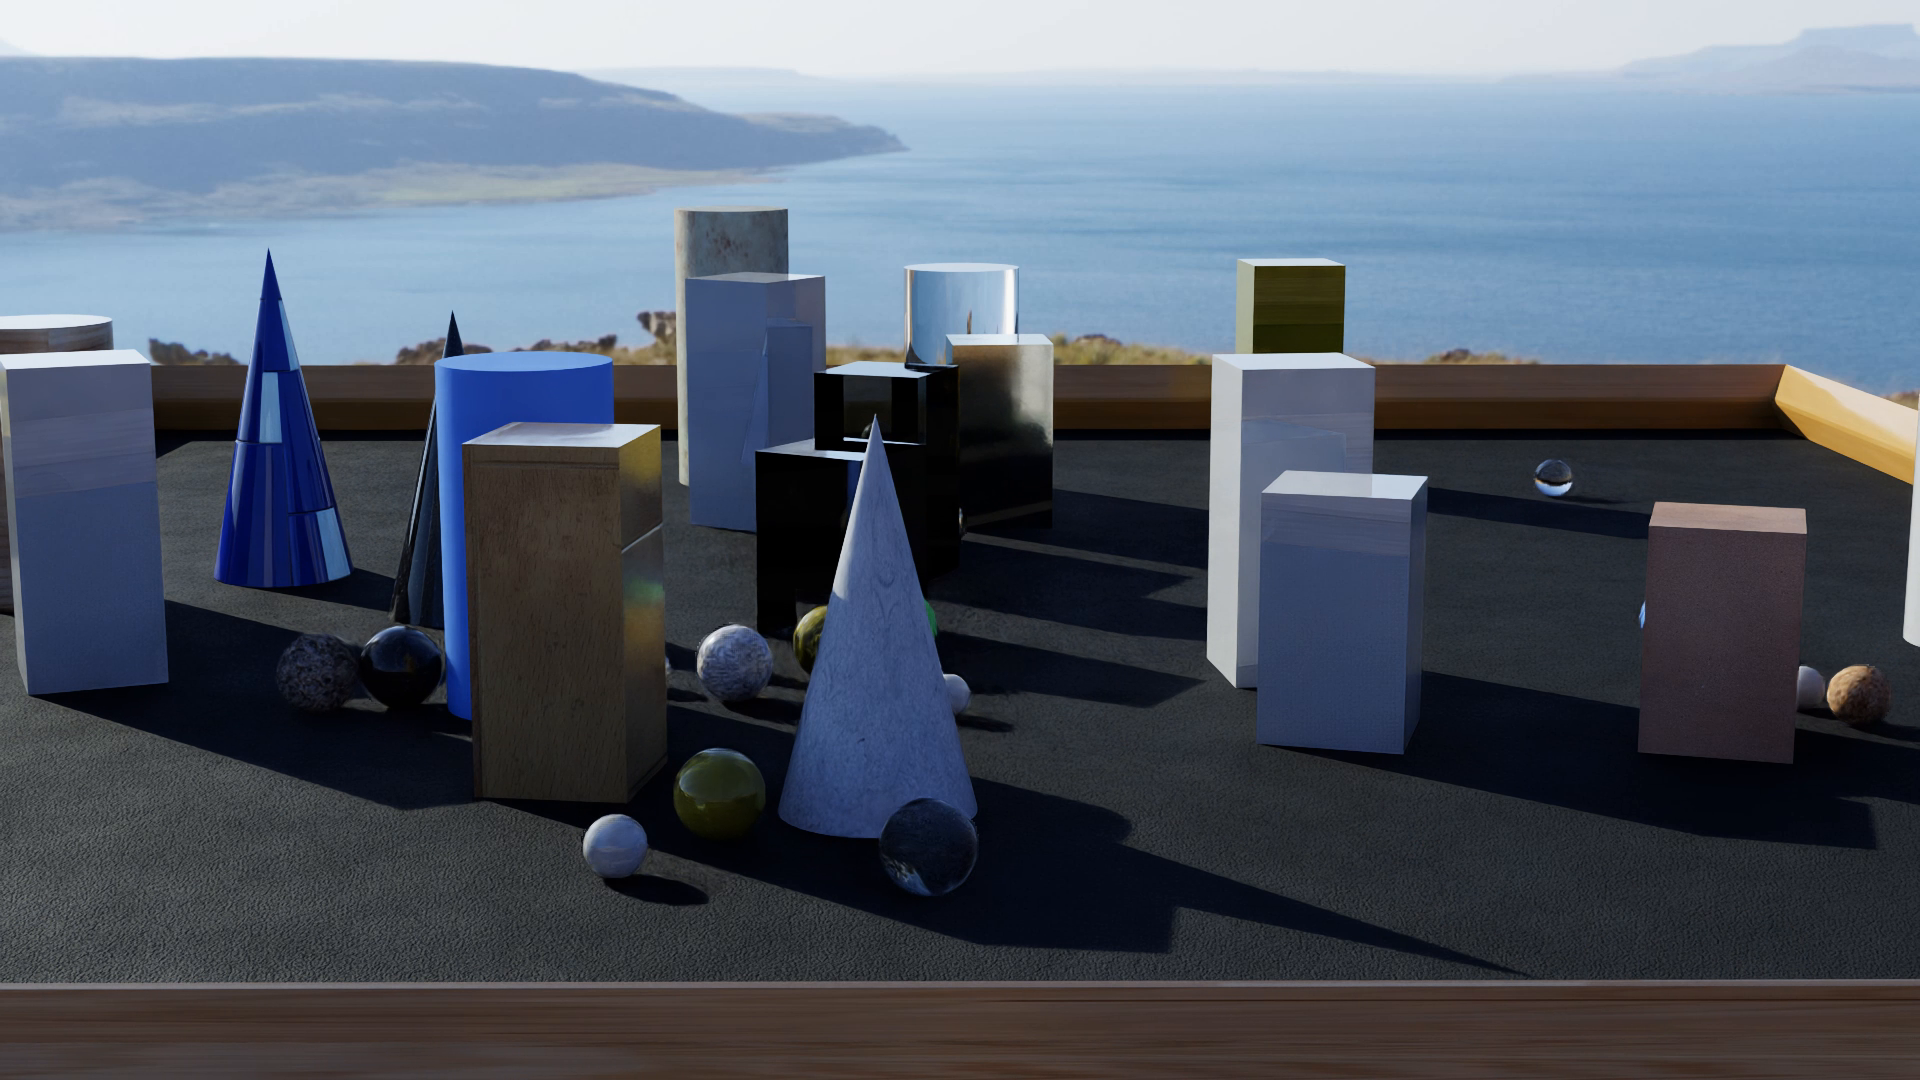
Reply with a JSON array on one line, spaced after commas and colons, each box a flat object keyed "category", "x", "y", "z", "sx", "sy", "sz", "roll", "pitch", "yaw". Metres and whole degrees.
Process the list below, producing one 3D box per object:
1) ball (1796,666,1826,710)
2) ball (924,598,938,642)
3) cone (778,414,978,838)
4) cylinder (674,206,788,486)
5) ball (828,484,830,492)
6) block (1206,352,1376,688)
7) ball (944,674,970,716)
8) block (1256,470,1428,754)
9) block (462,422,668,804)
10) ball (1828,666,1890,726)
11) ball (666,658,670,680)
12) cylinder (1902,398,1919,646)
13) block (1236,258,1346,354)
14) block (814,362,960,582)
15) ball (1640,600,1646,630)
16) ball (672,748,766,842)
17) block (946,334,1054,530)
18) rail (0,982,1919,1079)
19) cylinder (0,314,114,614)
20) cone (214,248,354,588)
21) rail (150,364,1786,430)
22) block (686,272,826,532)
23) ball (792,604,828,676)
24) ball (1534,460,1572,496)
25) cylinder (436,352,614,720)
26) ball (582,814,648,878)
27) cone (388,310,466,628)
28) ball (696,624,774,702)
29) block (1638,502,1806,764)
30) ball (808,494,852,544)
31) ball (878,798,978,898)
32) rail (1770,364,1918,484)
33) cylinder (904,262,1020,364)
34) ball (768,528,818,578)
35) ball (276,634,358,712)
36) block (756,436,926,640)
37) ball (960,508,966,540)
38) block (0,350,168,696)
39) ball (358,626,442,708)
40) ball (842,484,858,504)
[{"category": "ball", "x": 0.965, "y": 0.169, "z": 2.935, "sx": 0.050, "sy": 0.050, "sz": 0.050, "roll": 0, "pitch": 10, "yaw": 0}, {"category": "ball", "x": -0.077, "y": 0.107, "z": 3.135, "sx": 0.099, "sy": 0.099, "sz": 0.099, "roll": 0, "pitch": 10, "yaw": 0}, {"category": "cone", "x": -0.082, "y": 0.072, "z": 2.510, "sx": 0.199, "sy": 0.396, "sz": 0.199, "roll": 0, "pitch": 10, "yaw": 0}, {"category": "cylinder", "x": -0.399, "y": -0.342, "z": 4.517, "sx": 0.199, "sy": 0.480, "sz": 0.199, "roll": 0, "pitch": 10, "yaw": 0}, {"category": "ball", "x": -0.250, "y": -0.087, "z": 4.283, "sx": 0.064, "sy": 0.064, "sz": 0.064, "roll": 0, "pitch": 10, "yaw": 0}, {"category": "block", "x": 0.396, "y": -0.027, "z": 3.093, "sx": 0.159, "sy": 0.379, "sz": 0.159, "roll": -1, "pitch": 11, "yaw": -7}, {"category": "ball", "x": -0.013, "y": 0.176, "z": 2.903, "sx": 0.049, "sy": 0.049, "sz": 0.049, "roll": 0, "pitch": 10, "yaw": 0}, {"category": "block", "x": 0.421, "y": 0.076, "z": 2.819, "sx": 0.159, "sy": 0.277, "sz": 0.159, "roll": 3, "pitch": 11, "yaw": 16}, {"category": "block", "x": -0.400, "y": 0.070, "z": 2.621, "sx": 0.159, "sy": 0.360, "sz": 0.159, "roll": 1, "pitch": 11, "yaw": 8}, {"category": "ball", "x": 1.004, "y": 0.174, "z": 2.865, "sx": 0.067, "sy": 0.067, "sz": 0.067, "roll": 0, "pitch": 10, "yaw": 0}, {"category": "ball", "x": -0.366, "y": 0.152, "z": 3.032, "sx": 0.048, "sy": 0.048, "sz": 0.048, "roll": 0, "pitch": 10, "yaw": 0}, {"category": "cylinder", "x": 1.312, "y": -0.097, "z": 3.242, "sx": 0.199, "sy": 0.463, "sz": 0.199, "roll": 0, "pitch": 10, "yaw": 0}, {"category": "block", "x": 0.577, "y": -0.295, "z": 4.516, "sx": 0.159, "sy": 0.388, "sz": 0.159, "roll": -1, "pitch": 11, "yaw": -5}, {"category": "block", "x": -0.104, "y": -0.099, "z": 3.704, "sx": 0.159, "sy": 0.297, "sz": 0.159, "roll": 4, "pitch": 11, "yaw": 21}, {"category": "ball", "x": 0.901, "y": 0.097, "z": 3.242, "sx": 0.081, "sy": 0.081, "sz": 0.081, "roll": 0, "pitch": 10, "yaw": 0}, {"category": "ball", "x": -0.229, "y": 0.242, "z": 2.439, "sx": 0.089, "sy": 0.089, "sz": 0.089, "roll": 0, "pitch": 10, "yaw": 0}, {"category": "block", "x": 0.062, "y": -0.176, "z": 4.132, "sx": 0.159, "sy": 0.294, "sz": 0.159, "roll": -1, "pitch": 11, "yaw": -4}, {"category": "rail", "x": 0.010, "y": 0.352, "z": 1.726, "sx": 3.369, "sy": 0.129, "sz": 0.045, "roll": 0, "pitch": 10, "yaw": 0}, {"category": "cylinder", "x": -1.254, "y": -0.108, "z": 3.516, "sx": 0.199, "sy": 0.384, "sz": 0.199, "roll": 0, "pitch": 10, "yaw": 0}, {"category": "cone", "x": -0.981, "y": -0.184, "z": 3.682, "sx": 0.199, "sy": 0.474, "sz": 0.199, "roll": 0, "pitch": 10, "yaw": 0}, {"category": "rail", "x": -0.010, "y": -0.286, "z": 5.171, "sx": 3.369, "sy": 0.129, "sz": 0.045, "roll": 0, "pitch": 10, "yaw": 0}, {"category": "block", "x": -0.325, "y": -0.224, "z": 4.114, "sx": 0.159, "sy": 0.394, "sz": 0.159, "roll": 6, "pitch": 12, "yaw": 31}, {"category": "ball", "x": -0.154, "y": 0.124, "z": 3.066, "sx": 0.093, "sy": 0.093, "sz": 0.093, "roll": 0, "pitch": 10, "yaw": 0}, {"category": "ball", "x": 1.014, "y": -0.106, "z": 4.385, "sx": 0.064, "sy": 0.064, "sz": 0.064, "roll": 0, "pitch": 10, "yaw": 0}, {"category": "cylinder", "x": -0.492, "y": -0.007, "z": 2.932, "sx": 0.199, "sy": 0.397, "sz": 0.199, "roll": 0, "pitch": 10, "yaw": 0}, {"category": "ball", "x": -0.312, "y": 0.278, "z": 2.326, "sx": 0.059, "sy": 0.059, "sz": 0.059, "roll": 0, "pitch": 10, "yaw": 0}, {"category": "cone", "x": -0.671, "y": -0.104, "z": 3.426, "sx": 0.199, "sy": 0.409, "sz": 0.199, "roll": 0, "pitch": 10, "yaw": 0}, {"category": "ball", "x": -0.260, "y": 0.143, "z": 2.972, "sx": 0.089, "sy": 0.089, "sz": 0.089, "roll": 0, "pitch": 10, "yaw": 0}, {"category": "block", "x": 0.827, "y": 0.097, "z": 2.785, "sx": 0.159, "sy": 0.247, "sz": 0.159, "roll": 3, "pitch": 11, "yaw": 17}, {"category": "ball", "x": -0.190, "y": -0.030, "z": 3.819, "sx": 0.075, "sy": 0.075, "sz": 0.075, "roll": 0, "pitch": 10, "yaw": 0}, {"category": "ball", "x": -0.028, "y": 0.273, "z": 2.274, "sx": 0.088, "sy": 0.088, "sz": 0.088, "roll": 0, "pitch": 10, "yaw": 0}, {"category": "rail", "x": 1.661, "y": 0.031, "z": 3.458, "sx": 0.045, "sy": 0.129, "sz": 3.551, "roll": 0, "pitch": 10, "yaw": 0}, {"category": "cylinder", "x": 0.002, "y": -0.280, "z": 4.445, "sx": 0.199, "sy": 0.384, "sz": 0.199, "roll": 0, "pitch": 10, "yaw": 0}, {"category": "ball", "x": -0.240, "y": 0.020, "z": 3.666, "sx": 0.071, "sy": 0.071, "sz": 0.071, "roll": 0, "pitch": 10, "yaw": 0}, {"category": "ball", "x": -0.732, "y": 0.151, "z": 2.921, "sx": 0.090, "sy": 0.090, "sz": 0.090, "roll": 0, "pitch": 10, "yaw": 0}, {"category": "block", "x": -0.152, "y": 0.001, "z": 3.320, "sx": 0.159, "sy": 0.242, "sz": 0.159, "roll": 6, "pitch": 12, "yaw": 30}, {"category": "ball", "x": -0.041, "y": -0.023, "z": 3.833, "sx": 0.097, "sy": 0.097, "sz": 0.097, "roll": 0, "pitch": 10, "yaw": 0}, {"category": "block", "x": -1.051, "y": -0.026, "z": 3.073, "sx": 0.159, "sy": 0.384, "sz": 0.159, "roll": -5, "pitch": 11, "yaw": -23}, {"category": "ball", "x": -0.641, "y": 0.146, "z": 2.941, "sx": 0.094, "sy": 0.094, "sz": 0.094, "roll": 0, "pitch": 10, "yaw": 0}, {"category": "ball", "x": -0.142, "y": -0.040, "z": 3.947, "sx": 0.095, "sy": 0.095, "sz": 0.095, "roll": 0, "pitch": 10, "yaw": 0}]
